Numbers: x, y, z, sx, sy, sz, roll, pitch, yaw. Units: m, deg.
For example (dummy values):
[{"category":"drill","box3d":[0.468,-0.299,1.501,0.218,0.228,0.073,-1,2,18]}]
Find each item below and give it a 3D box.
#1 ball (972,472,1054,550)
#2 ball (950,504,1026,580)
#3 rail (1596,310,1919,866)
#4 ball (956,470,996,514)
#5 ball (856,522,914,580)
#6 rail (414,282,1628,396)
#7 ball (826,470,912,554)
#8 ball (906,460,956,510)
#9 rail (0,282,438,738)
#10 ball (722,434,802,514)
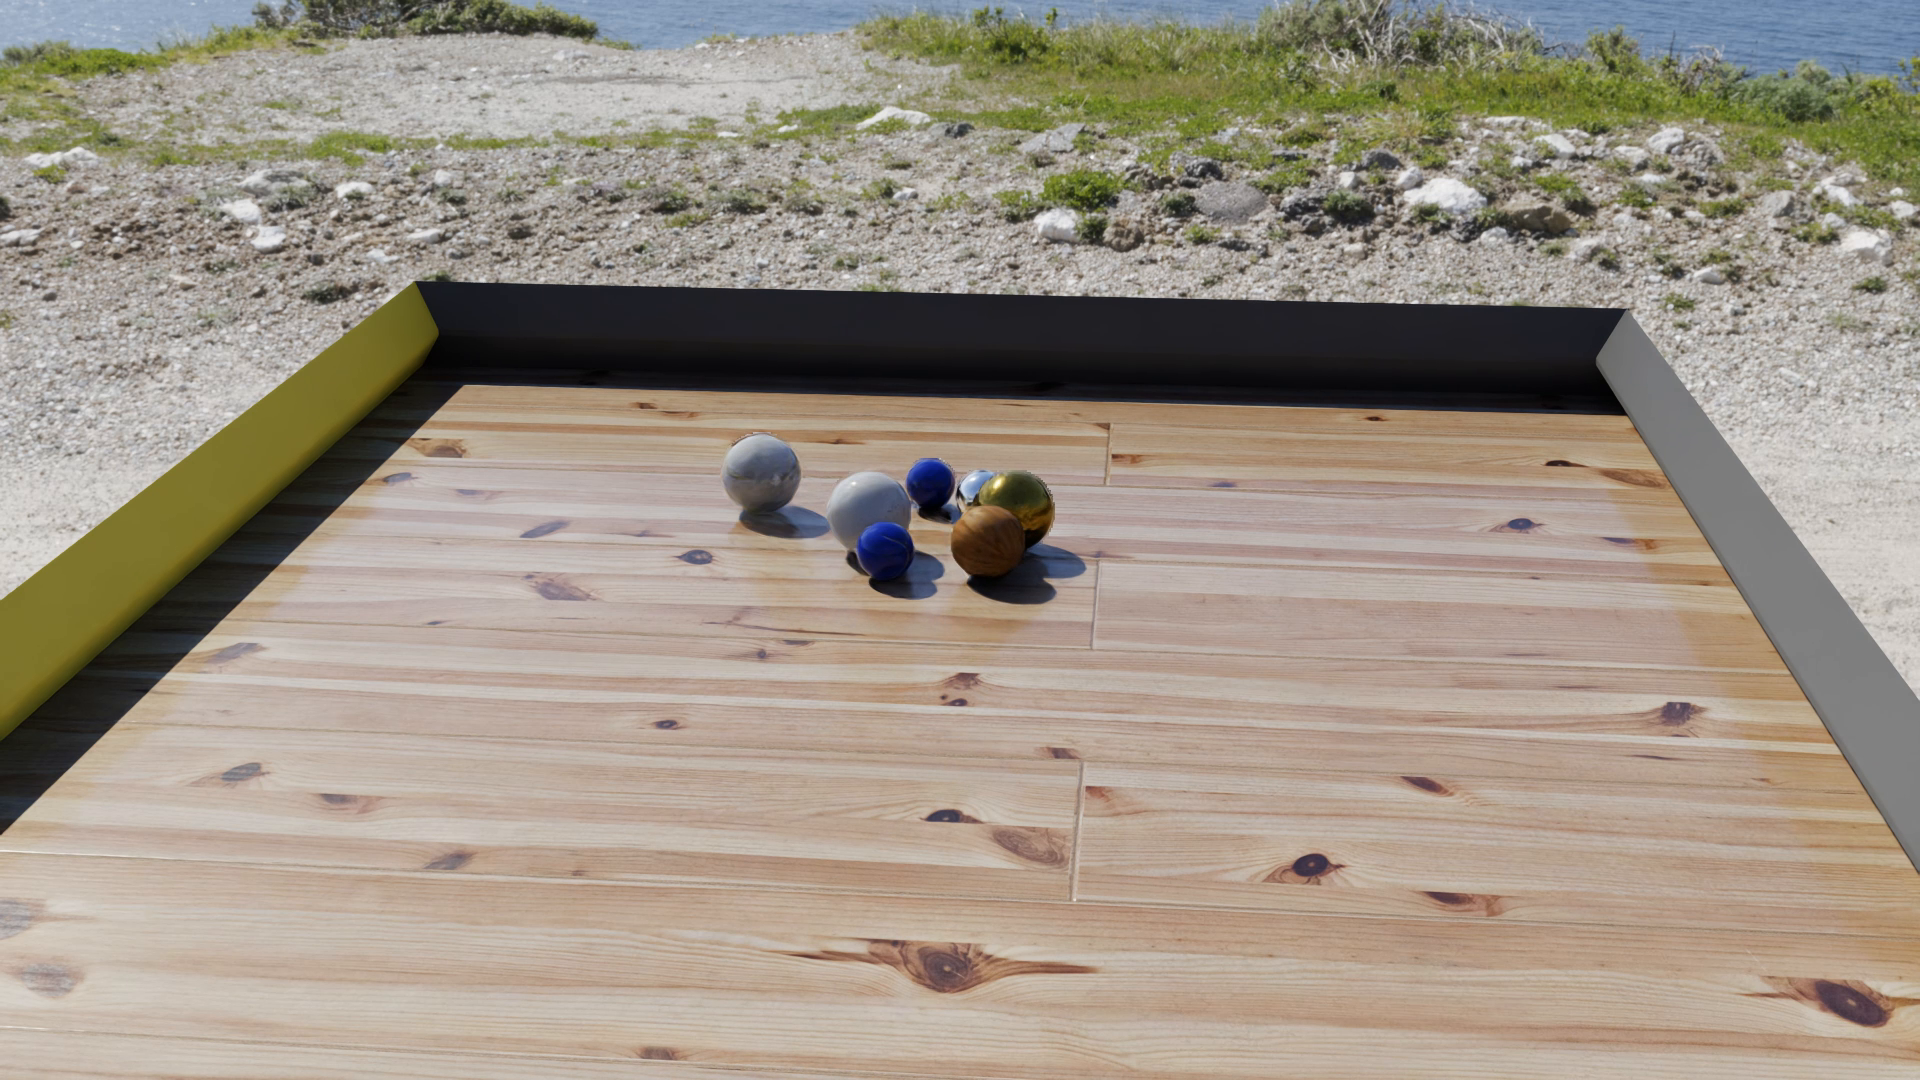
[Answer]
[{"category":"ball","box3d":[0.059,-0.032,2.473,0.091,0.091,0.091,0,21,0]},{"category":"ball","box3d":[0.031,0.002,2.398,0.082,0.082,0.082,0,21,0]},{"category":"rail","box3d":[0.755,0.264,1.652,0.045,0.123,2.933,2,21,5]},{"category":"ball","box3d":[0.027,-0.049,2.555,0.064,0.064,0.064,0,21,0]},{"category":"ball","box3d":[-0.082,0.011,2.398,0.064,0.064,0.064,0,21,0]},{"category":"rail","box3d":[0.063,-0.276,3.063,1.695,0.123,0.045,2,21,5]},{"category":"ball","box3d":[-0.102,-0.030,2.463,0.095,0.095,0.095,0,21,0]},{"category":"ball","box3d":[-0.035,-0.066,2.608,0.059,0.059,0.059,0,21,0]},{"category":"rail","box3d":[-0.886,0.212,1.790,0.045,0.123,2.933,2,21,5]},{"category":"ball","box3d":[-0.234,-0.077,2.589,0.094,0.094,0.094,0,21,0]}]
